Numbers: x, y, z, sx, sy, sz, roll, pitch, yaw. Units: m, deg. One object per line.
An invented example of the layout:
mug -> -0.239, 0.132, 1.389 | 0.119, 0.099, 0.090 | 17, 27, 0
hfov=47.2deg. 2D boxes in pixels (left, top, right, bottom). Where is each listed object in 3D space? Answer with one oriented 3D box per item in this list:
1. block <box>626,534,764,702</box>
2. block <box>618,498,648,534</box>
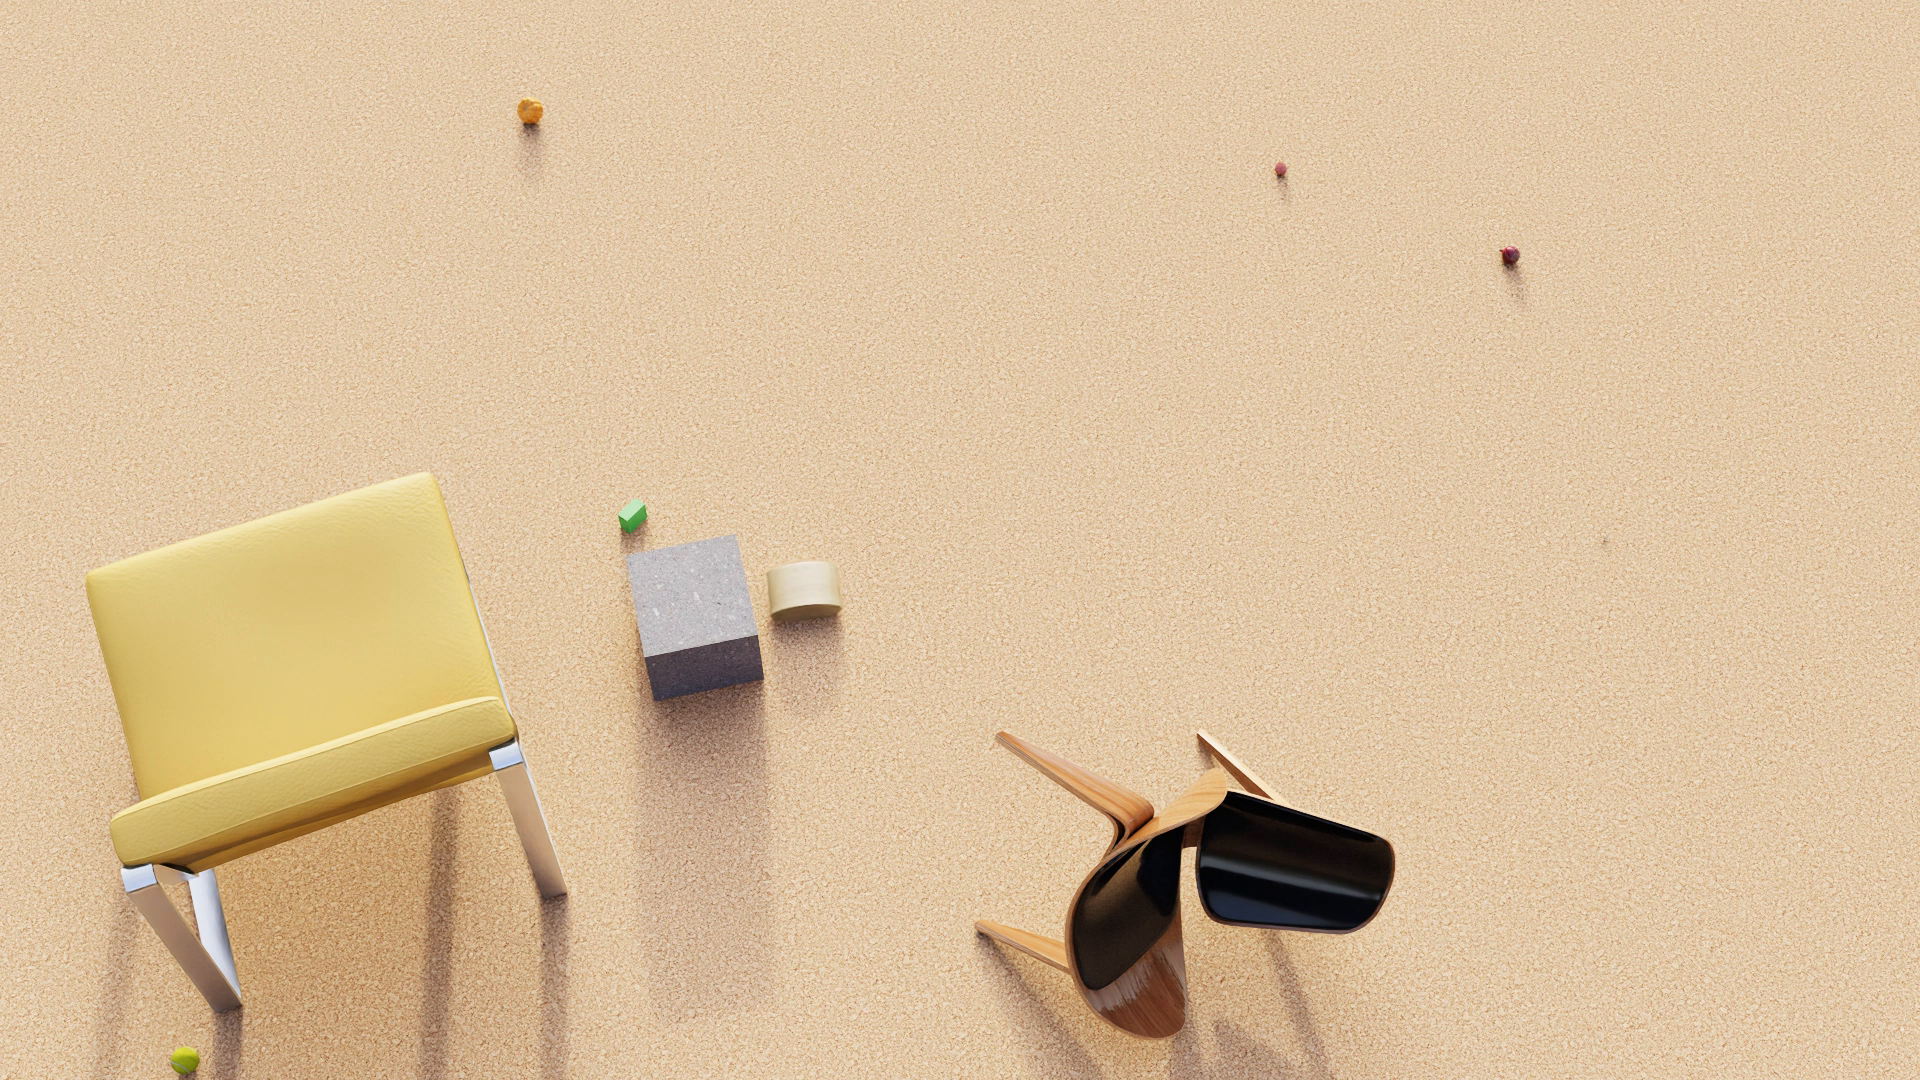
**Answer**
block -> -0.756, 0.221, 6.278 | 0.318, 0.245, 0.347 | -11, 57, -7
block -> -0.979, -0.073, 6.582 | 0.039, 0.068, 0.077 | 32, 62, 20
